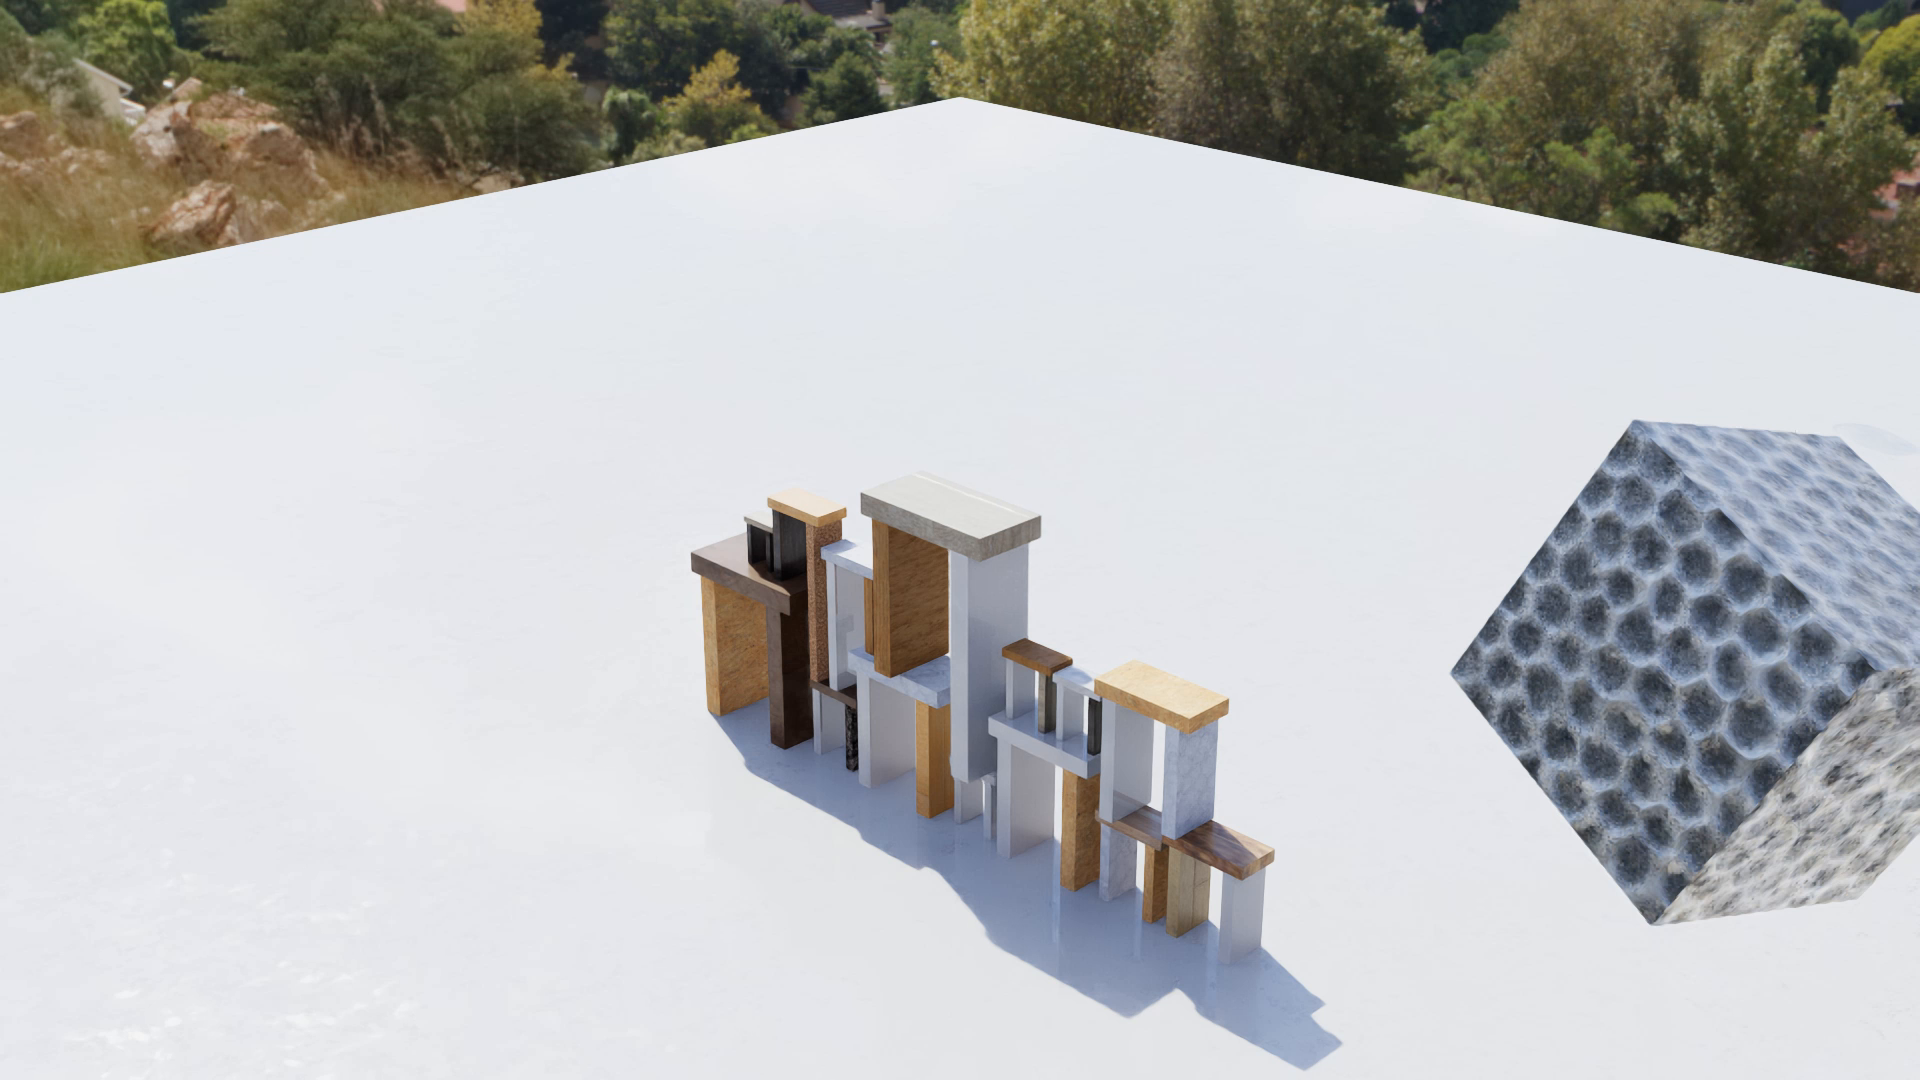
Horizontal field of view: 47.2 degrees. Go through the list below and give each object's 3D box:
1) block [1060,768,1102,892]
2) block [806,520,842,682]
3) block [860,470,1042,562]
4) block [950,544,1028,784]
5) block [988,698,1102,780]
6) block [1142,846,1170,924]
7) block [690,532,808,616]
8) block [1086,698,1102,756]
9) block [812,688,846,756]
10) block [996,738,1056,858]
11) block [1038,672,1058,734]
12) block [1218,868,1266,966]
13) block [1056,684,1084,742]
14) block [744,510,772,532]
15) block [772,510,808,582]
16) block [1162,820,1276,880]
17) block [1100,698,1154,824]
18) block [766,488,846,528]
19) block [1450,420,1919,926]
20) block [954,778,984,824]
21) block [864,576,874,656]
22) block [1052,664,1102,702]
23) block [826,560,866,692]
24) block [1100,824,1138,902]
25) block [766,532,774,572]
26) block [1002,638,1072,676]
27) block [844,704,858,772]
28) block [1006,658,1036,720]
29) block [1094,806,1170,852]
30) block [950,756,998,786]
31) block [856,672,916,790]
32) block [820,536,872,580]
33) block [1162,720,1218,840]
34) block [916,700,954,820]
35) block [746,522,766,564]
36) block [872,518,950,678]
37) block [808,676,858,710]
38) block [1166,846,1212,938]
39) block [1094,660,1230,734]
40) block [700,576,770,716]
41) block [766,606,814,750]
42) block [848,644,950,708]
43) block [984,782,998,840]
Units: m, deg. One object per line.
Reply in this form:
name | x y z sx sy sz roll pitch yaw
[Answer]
block | 0.249 0.531 4.185 0.036 0.254 0.127 21 31 41
block | -0.279 0.121 4.575 0.022 0.357 0.079 21 31 41
block | -0.020 -0.049 4.218 0.165 0.047 0.329 -21 31 -40
block | 0.057 0.224 4.248 0.165 0.479 0.047 -21 31 -40
block | 0.190 0.374 4.184 0.254 0.036 0.127 21 31 41
block | 0.376 0.624 4.084 0.023 0.161 0.081 21 31 41
block | -0.410 0.069 4.705 0.326 0.046 0.163 21 31 41
block | 0.262 0.336 4.077 0.017 0.117 0.059 21 31 41
block | -0.277 0.375 4.683 0.022 0.152 0.076 21 31 41
block | 0.130 0.484 4.296 0.036 0.254 0.127 21 31 41
block | 0.175 0.298 4.156 0.018 0.125 0.063 21 31 41
block | 0.508 0.664 3.959 0.026 0.184 0.092 21 31 41
block | 0.207 0.315 4.127 0.017 0.117 0.059 21 31 41
block | -0.410 -0.039 4.647 0.046 0.013 0.093 -21 31 -41
block | -0.353 0.000 4.605 0.022 0.158 0.079 21 31 41
block | 0.464 0.550 3.958 0.092 0.026 0.184 -21 31 -40
block | 0.309 0.389 4.055 0.111 0.249 0.031 -21 31 -40
block | -0.316 -0.068 4.535 0.158 0.022 0.079 21 31 41
block | 0.668 0.109 1.860 0.289 0.289 0.289 1 41 -36
block | 0.018 0.501 4.417 0.063 0.127 0.018 -21 31 -41
block | -0.154 0.142 4.456 0.024 0.168 0.084 21 31 41
block | 0.235 0.264 4.076 0.117 0.017 0.059 21 31 41
block | -0.234 0.167 4.552 0.024 0.290 0.084 21 31 41
block | 0.300 0.594 4.154 0.023 0.161 0.081 21 31 41
block | -0.388 0.018 4.647 0.013 0.093 0.046 21 31 41
block | 0.146 0.221 4.155 0.125 0.018 0.063 21 31 41
block | -0.205 0.403 4.617 0.022 0.152 0.076 21 31 41
block | 0.116 0.275 4.210 0.018 0.125 0.063 21 31 41
block | 0.338 0.525 4.083 0.081 0.023 0.161 -21 31 -40
block | 0.046 0.447 4.360 0.063 0.018 0.127 -21 31 -40
block | -0.151 0.374 4.550 0.037 0.258 0.129 21 31 41
block | -0.194 0.038 4.455 0.168 0.024 0.084 21 31 41
block | 0.414 0.417 3.953 0.111 0.222 0.031 -21 31 -40
block | -0.029 0.421 4.438 0.037 0.258 0.129 21 31 41
block | -0.432 0.001 4.688 0.013 0.093 0.046 21 31 41
block | -0.096 0.094 4.363 0.047 0.329 0.165 21 31 41
block | -0.241 0.309 4.616 0.152 0.022 0.076 21 31 41
block | 0.421 0.630 4.039 0.026 0.184 0.092 21 31 41
block | 0.361 0.280 3.952 0.222 0.031 0.111 21 31 41
block | -0.487 0.210 4.848 0.046 0.326 0.163 21 31 41
block | -0.333 0.270 4.707 0.046 0.326 0.163 21 31 41
block | -0.090 0.262 4.436 0.258 0.037 0.129 21 31 41
block | 0.077 0.525 4.361 0.063 0.127 0.018 -21 31 -41
